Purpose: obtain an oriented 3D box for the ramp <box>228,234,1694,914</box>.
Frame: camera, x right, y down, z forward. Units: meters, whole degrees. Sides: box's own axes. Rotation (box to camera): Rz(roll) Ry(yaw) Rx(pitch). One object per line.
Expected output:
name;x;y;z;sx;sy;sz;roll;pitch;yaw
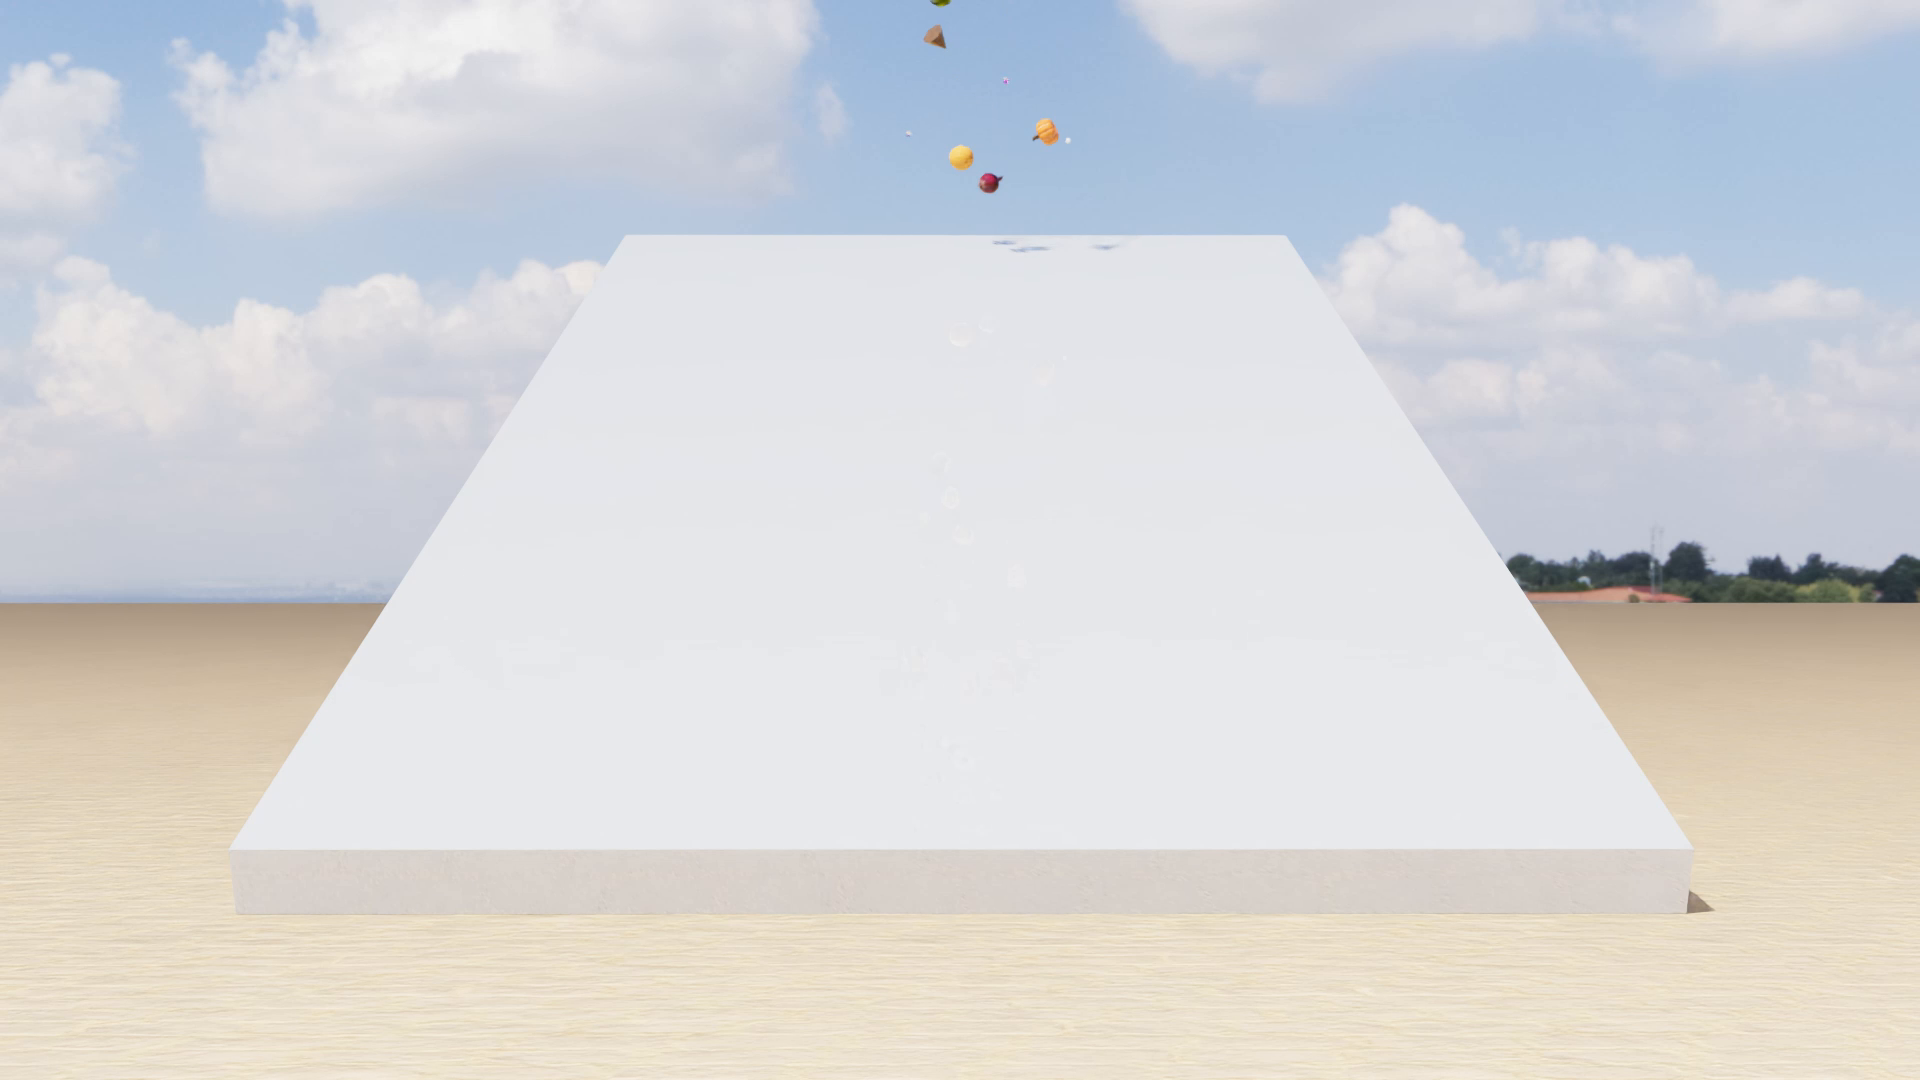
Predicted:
ramp;-0.005;-0.204;4.986;2.000;0.100;4.000;0;20;0
